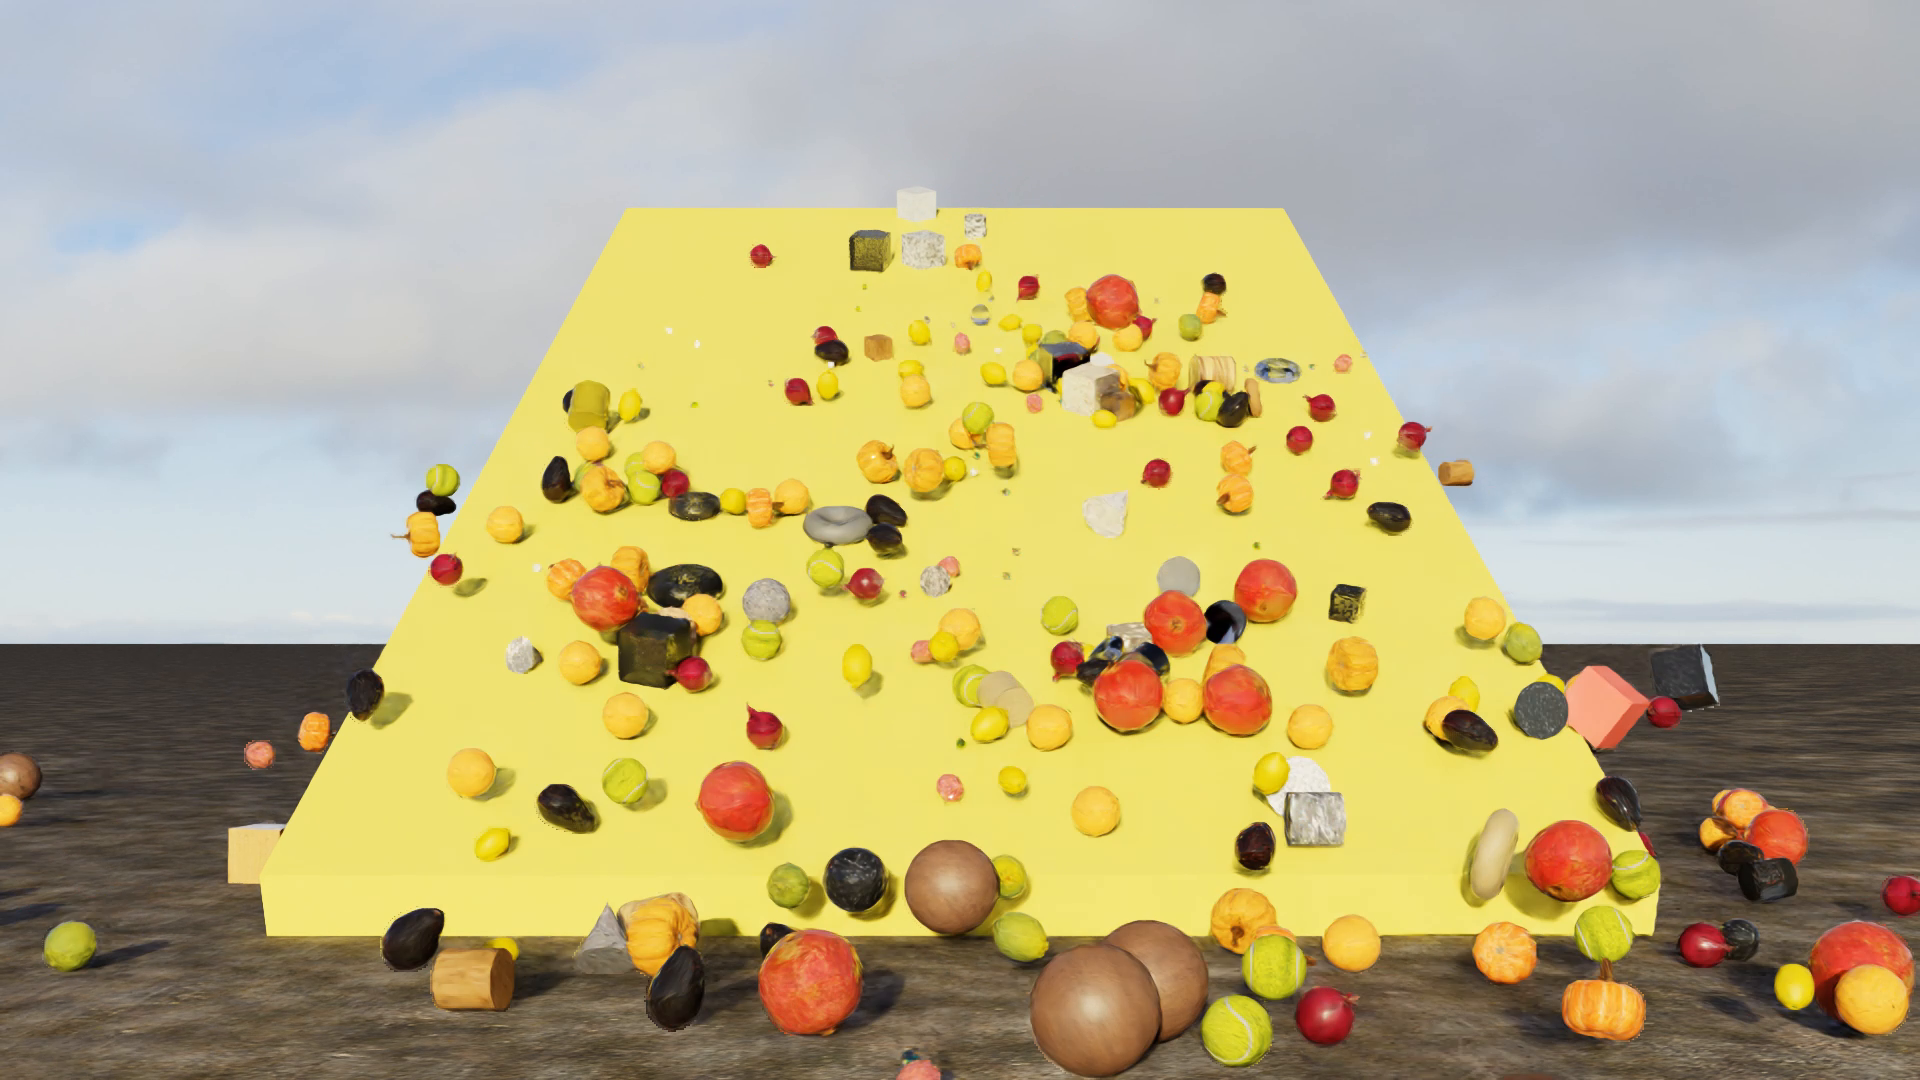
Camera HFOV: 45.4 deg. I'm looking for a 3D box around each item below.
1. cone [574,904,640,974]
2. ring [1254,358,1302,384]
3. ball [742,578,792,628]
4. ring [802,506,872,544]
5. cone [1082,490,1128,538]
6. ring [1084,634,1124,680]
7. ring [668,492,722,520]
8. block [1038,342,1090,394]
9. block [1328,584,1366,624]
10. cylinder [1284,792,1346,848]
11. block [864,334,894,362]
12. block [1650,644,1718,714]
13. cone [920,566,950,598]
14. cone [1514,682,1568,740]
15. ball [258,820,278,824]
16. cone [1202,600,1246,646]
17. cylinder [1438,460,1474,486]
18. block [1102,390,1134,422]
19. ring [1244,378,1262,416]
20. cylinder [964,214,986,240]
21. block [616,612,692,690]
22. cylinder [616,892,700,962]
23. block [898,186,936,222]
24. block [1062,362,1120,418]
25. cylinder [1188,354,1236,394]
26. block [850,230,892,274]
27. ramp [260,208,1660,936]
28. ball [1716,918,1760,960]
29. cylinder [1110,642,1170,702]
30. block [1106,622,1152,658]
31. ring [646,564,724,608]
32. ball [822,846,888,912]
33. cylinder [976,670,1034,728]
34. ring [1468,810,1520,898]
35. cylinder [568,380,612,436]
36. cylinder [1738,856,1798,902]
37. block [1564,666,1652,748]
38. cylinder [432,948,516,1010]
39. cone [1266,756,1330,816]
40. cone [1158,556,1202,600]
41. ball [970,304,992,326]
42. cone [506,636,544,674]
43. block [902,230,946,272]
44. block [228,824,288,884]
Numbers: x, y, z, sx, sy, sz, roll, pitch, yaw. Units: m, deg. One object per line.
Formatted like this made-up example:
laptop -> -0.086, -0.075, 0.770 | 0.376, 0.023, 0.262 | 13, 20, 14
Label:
cone -> -0.448, 0.497, 2.916 | 0.082, 0.082, 0.082 | -4, -35, -3
ring -> 0.750, -0.400, 5.416 | 0.113, 0.038, 0.113 | 1, 22, 0
ball -> -0.343, 0.112, 4.069 | 0.087, 0.087, 0.087 | 0, -2, 0
ring -> -0.238, -0.029, 4.477 | 0.137, 0.046, 0.137 | 1, 21, 0
cone -> 0.304, -0.071, 4.479 | 0.096, 0.096, 0.096 | -2, 33, 44
ring -> 0.243, 0.197, 3.853 | 0.029, 0.088, 0.088 | 38, -12, -11
ring -> -0.530, -0.068, 4.585 | 0.109, 0.036, 0.109 | 0, 21, 0
block -> 0.243, -0.401, 5.342 | 0.093, 0.093, 0.093 | -7, 23, -17
block -> 0.695, 0.115, 4.115 | 0.051, 0.051, 0.051 | 10, 24, 23
cylinder -> 0.517, 0.408, 3.345 | 0.078, 0.078, 0.078 | 3, -2, 1
block -> -0.197, -0.466, 5.559 | 0.050, 0.050, 0.050 | -13, 25, -29
block -> 1.364, 0.262, 4.323 | 0.093, 0.093, 0.093 | -15, -24, 25
cone -> -0.056, 0.079, 4.233 | 0.059, 0.059, 0.059 | 1, -6, -20
cone -> 0.925, 0.277, 3.723 | 0.092, 0.092, 0.092 | 0, -5, -10
ball -> -1.296, 0.550, 4.292 | 0.054, 0.054, 0.054 | 0, -2, 0
cone -> 0.478, 0.149, 4.048 | 0.080, 0.080, 0.080 | -1, -7, 24
cylinder -> 1.131, -0.151, 5.230 | 0.058, 0.058, 0.058 | -3, -1, -18
block -> 0.355, -0.300, 5.146 | 0.052, 0.052, 0.052 | 18, 28, 38
ring -> 0.658, -0.320, 5.147 | 0.030, 0.089, 0.089 | -11, -4, 9
cylinder -> 0.044, -0.909, 6.649 | 0.062, 0.062, 0.062 | 0, 22, 0
block -> -0.515, 0.187, 3.875 | 0.091, 0.091, 0.091 | 8, 23, 20
cylinder -> -0.396, 0.505, 2.995 | 0.079, 0.079, 0.079 | -17, -11, 31
block -> -0.130, -1.004, 6.858 | 0.083, 0.083, 0.083 | -17, 28, -36
block -> 0.296, -0.339, 5.190 | 0.091, 0.091, 0.091 | 18, 28, 37
cylinder -> 0.582, -0.382, 5.290 | 0.088, 0.088, 0.088 | 0, -2, -13
block -> -0.247, -0.795, 6.321 | 0.094, 0.094, 0.094 | 5, 22, 12
ramp -> -0.006, -0.220, 5.149 | 2.000, 0.100, 4.000 | 0, 22, 0
ball -> 1.037, 0.532, 3.055 | 0.056, 0.056, 0.056 | 0, -2, 0
cylinder -> 0.299, 0.219, 3.819 | 0.076, 0.076, 0.076 | -2, 18, 34
block -> 0.288, 0.183, 3.923 | 0.063, 0.063, 0.063 | -4, 22, -14
ring -> -0.502, 0.085, 4.190 | 0.139, 0.046, 0.139 | -1, 23, 0
ball -> -0.145, 0.470, 3.177 | 0.091, 0.091, 0.091 | 0, -2, 0
cylinder -> 0.073, 0.259, 3.724 | 0.072, 0.072, 0.072 | 1, 20, -22
ring -> 0.745, 0.438, 3.198 | 0.043, 0.130, 0.130 | 19, 5, 22
cylinder -> -0.812, -0.289, 5.024 | 0.085, 0.085, 0.085 | 2, -35, 1
cylinder -> 1.292, 0.543, 3.667 | 0.065, 0.065, 0.065 | -7, -1, -11
block -> 1.039, 0.270, 3.716 | 0.094, 0.094, 0.094 | 44, 21, 29
cylinder -> -0.558, 0.504, 2.634 | 0.070, 0.070, 0.070 | -1, -3, 13
cone -> 0.510, 0.376, 3.474 | 0.096, 0.096, 0.096 | 0, -5, 7
cone -> 0.402, 0.074, 4.235 | 0.081, 0.081, 0.081 | 0, -5, 2
ball -> 0.052, -0.570, 5.815 | 0.054, 0.054, 0.054 | 0, -2, 0
cone -> -0.732, 0.200, 3.924 | 0.064, 0.064, 0.064 | -2, -10, 32
block -> -0.101, -0.801, 6.345 | 0.087, 0.087, 0.087 | -15, 26, -32
block -> -1.226, 0.554, 4.052 | 0.095, 0.095, 0.095 | 0, -2, 8
